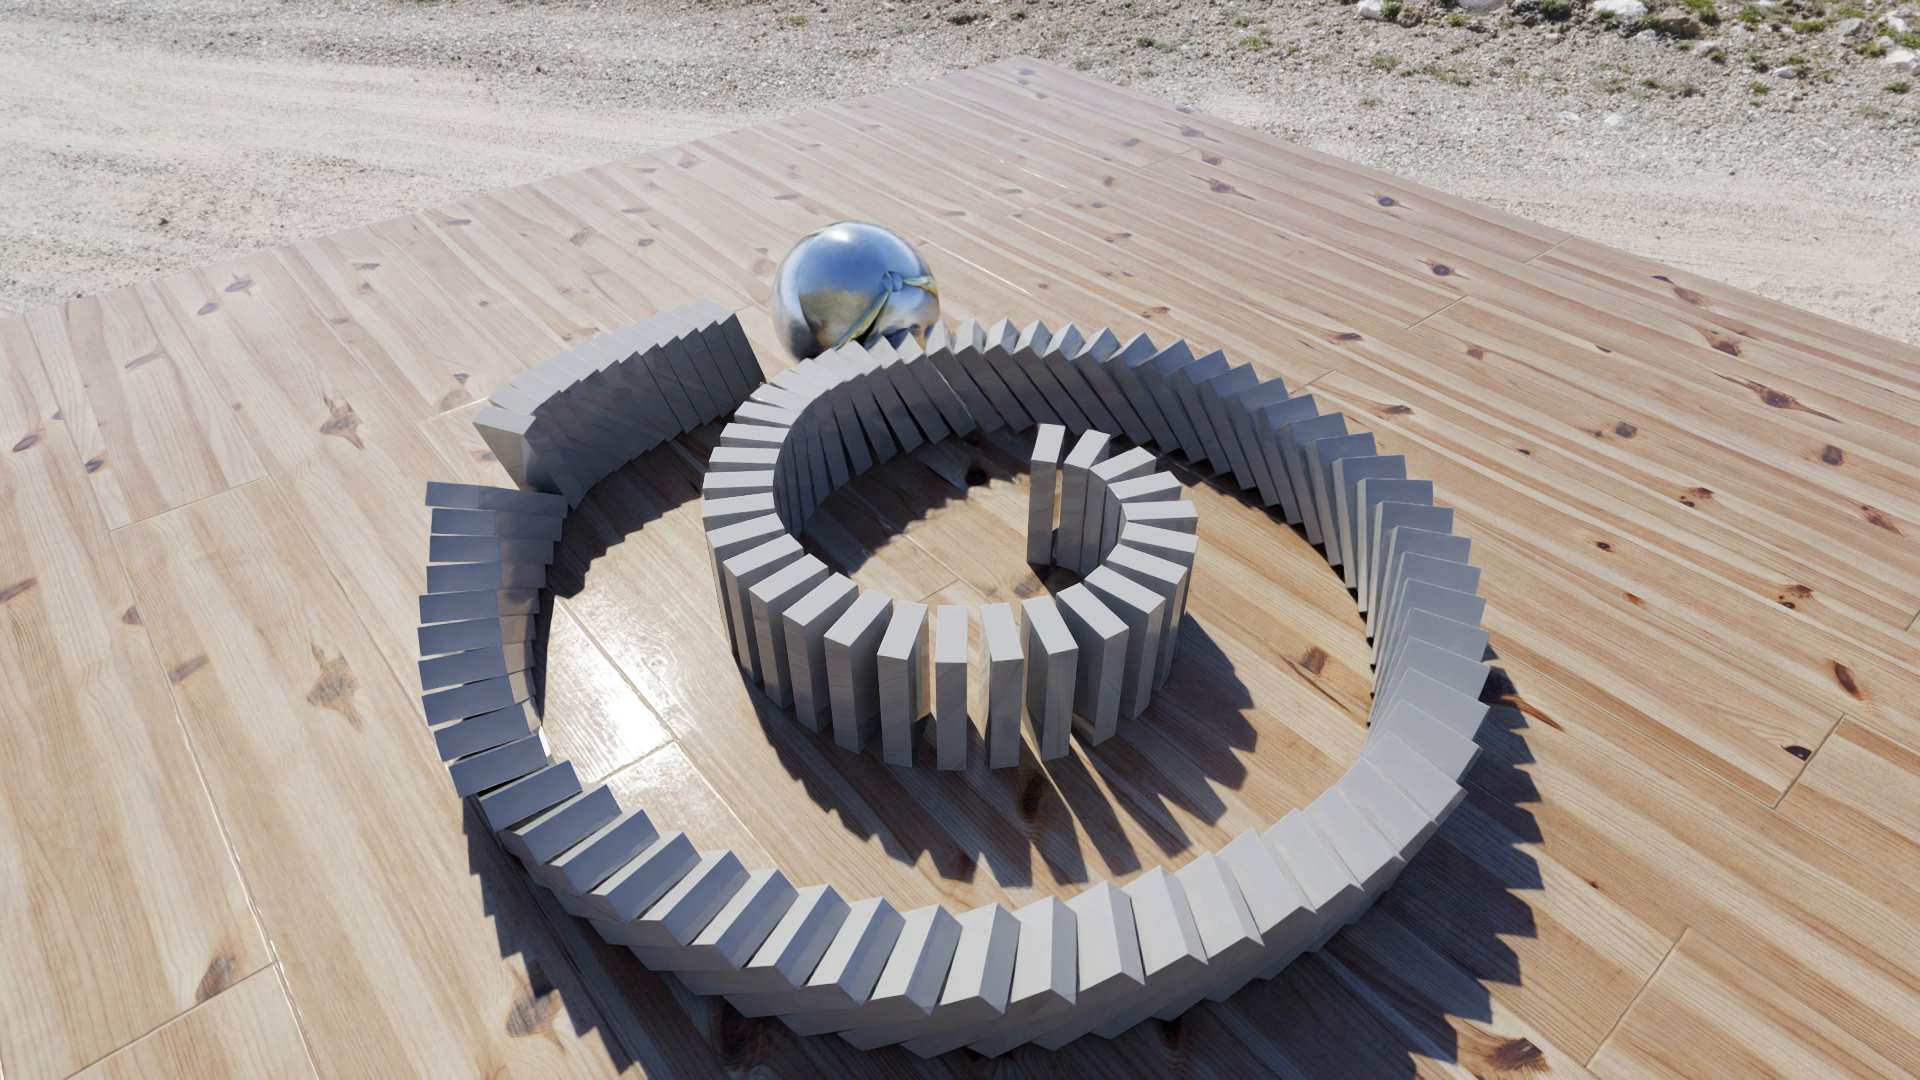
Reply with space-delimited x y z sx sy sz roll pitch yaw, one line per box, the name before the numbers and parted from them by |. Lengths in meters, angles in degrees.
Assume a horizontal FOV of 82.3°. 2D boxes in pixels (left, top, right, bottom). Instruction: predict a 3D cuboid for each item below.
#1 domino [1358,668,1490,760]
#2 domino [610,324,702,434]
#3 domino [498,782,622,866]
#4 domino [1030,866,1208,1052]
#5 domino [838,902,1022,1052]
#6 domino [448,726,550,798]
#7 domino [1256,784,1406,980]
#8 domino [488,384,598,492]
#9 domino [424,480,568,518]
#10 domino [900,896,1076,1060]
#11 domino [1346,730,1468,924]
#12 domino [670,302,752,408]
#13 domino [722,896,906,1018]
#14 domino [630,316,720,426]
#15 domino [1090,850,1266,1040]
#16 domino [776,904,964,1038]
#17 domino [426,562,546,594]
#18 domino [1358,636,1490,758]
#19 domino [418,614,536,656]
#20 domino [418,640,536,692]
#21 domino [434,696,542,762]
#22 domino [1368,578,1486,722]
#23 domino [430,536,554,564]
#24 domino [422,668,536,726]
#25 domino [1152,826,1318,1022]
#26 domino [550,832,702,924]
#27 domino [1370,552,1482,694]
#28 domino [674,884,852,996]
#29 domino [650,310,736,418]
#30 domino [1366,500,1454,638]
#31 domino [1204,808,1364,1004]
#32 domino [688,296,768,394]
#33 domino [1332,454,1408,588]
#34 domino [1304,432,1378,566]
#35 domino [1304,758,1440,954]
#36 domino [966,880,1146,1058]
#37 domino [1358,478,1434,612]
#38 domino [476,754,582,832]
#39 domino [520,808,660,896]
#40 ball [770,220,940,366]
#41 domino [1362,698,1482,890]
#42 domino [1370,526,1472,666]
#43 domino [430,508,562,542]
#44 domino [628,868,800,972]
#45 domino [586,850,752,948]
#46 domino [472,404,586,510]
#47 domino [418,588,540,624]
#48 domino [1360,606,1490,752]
domino | 0.138 0.067 0.336 0.025 0.009 0.050 28 90 30
domino | -0.138 -0.073 0.500 0.025 0.050 0.009 30 65 31
domino | -0.118 0.081 0.320 0.025 0.010 0.050 -30 6 -32
domino | 0.038 0.109 0.286 0.050 0.009 0.025 -38 35 20
domino | -0.008 0.112 0.282 0.050 0.009 0.025 -31 26 33
domino | -0.140 0.067 0.337 0.025 0.009 0.050 -19 1 -21
domino | 0.094 0.095 0.303 0.050 0.009 0.025 -46 44 12
domino | -0.175 -0.041 0.462 0.025 0.050 0.009 25 63 27
domino | -0.183 -0.016 0.436 0.025 0.009 0.050 5 -1 19
domino | 0.007 0.112 0.282 0.050 0.009 0.025 -33 28 29
domino | 0.119 0.083 0.317 0.050 0.010 0.025 -52 51 6
domino | -0.116 -0.086 0.515 0.025 0.050 0.009 30 65 31
domino | -0.038 0.109 0.286 0.050 0.009 0.025 -26 21 41
domino | -0.131 -0.077 0.505 0.025 0.050 0.009 30 65 31
domino | 0.052 0.107 0.289 0.050 0.010 0.025 -40 37 18
domino | -0.024 0.111 0.283 0.050 0.010 0.025 -28 23 38
domino | -0.172 0.014 0.402 0.025 0.009 0.050 -4 -2 -4
domino | 0.145 0.059 0.347 0.025 0.009 0.050 23 87 25
domino | -0.165 0.032 0.379 0.025 0.009 0.050 -8 -2 -9
domino | -0.160 0.042 0.368 0.025 0.009 0.050 -11 -1 -12
domino | -0.148 0.059 0.347 0.025 0.009 0.050 -16 0 -18
domino | 0.156 0.041 0.369 0.025 0.010 0.050 15 84 18
domino | -0.175 0.004 0.414 0.025 0.009 0.050 1 -2 1
domino | -0.155 0.050 0.357 0.025 0.009 0.050 -13 -1 -15
domino | 0.067 0.103 0.294 0.050 0.009 0.025 -43 40 15
domino | -0.094 0.093 0.306 0.025 0.009 0.050 -38 10 -37
domino | 0.161 0.032 0.380 0.025 0.009 0.050 13 84 16
domino | -0.053 0.106 0.290 0.050 0.009 0.025 -25 19 43
domino | -0.124 -0.081 0.510 0.025 0.050 0.009 30 65 31
domino | 0.165 0.012 0.403 0.025 0.010 0.050 6 83 7
domino | 0.081 0.099 0.298 0.050 0.010 0.025 -44 42 14
domino | -0.109 -0.090 0.521 0.025 0.050 0.009 30 65 31
domino | 0.161 -0.007 0.427 0.025 0.009 0.050 -4 83 -4
domino | 0.156 -0.016 0.438 0.025 0.009 0.050 -8 83 -10
domino | 0.107 0.089 0.310 0.050 0.009 0.025 -50 48 9
domino | 0.023 0.111 0.283 0.050 0.010 0.025 -37 32 24
domino | 0.164 0.002 0.415 0.025 0.010 0.050 2 83 2
domino | -0.130 0.074 0.328 0.025 0.010 0.050 -24 3 -27
domino | -0.106 0.088 0.312 0.025 0.009 0.050 -34 8 -34
ball | -0.049 -0.110 0.522 0.080 0.080 0.080 0 39 0
domino | 0.129 0.075 0.326 0.025 0.009 0.050 35 94 34
domino | 0.164 0.022 0.391 0.025 0.010 0.050 11 84 12
domino | -0.178 -0.006 0.425 0.025 0.009 0.050 3 -2 7
domino | -0.067 0.102 0.294 0.050 0.009 0.025 -23 17 46
domino | -0.080 0.098 0.300 0.050 0.010 0.025 -22 16 48
domino | -0.176 -0.033 0.451 0.025 0.050 0.010 14 58 16
domino | -0.169 0.023 0.391 0.025 0.010 0.050 -5 -2 -6
domino | 0.151 0.050 0.358 0.025 0.010 0.050 19 85 21
